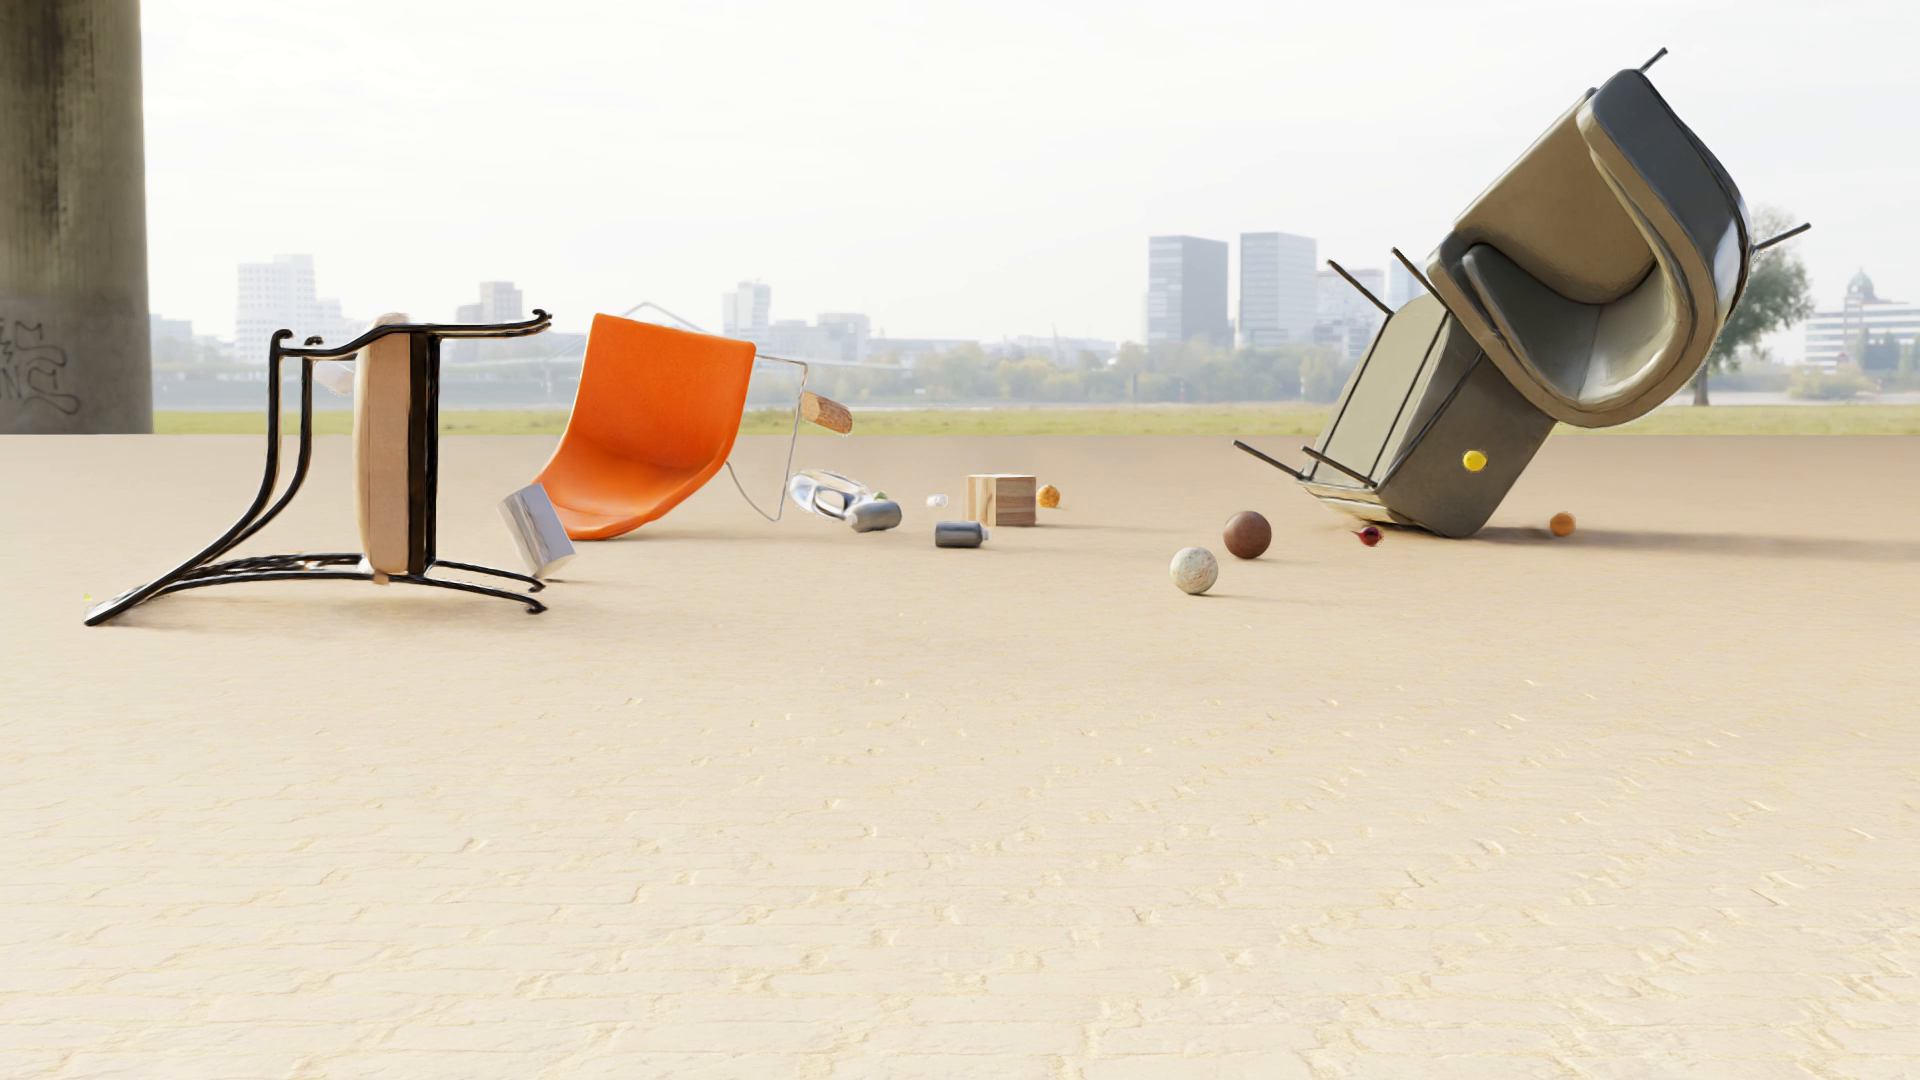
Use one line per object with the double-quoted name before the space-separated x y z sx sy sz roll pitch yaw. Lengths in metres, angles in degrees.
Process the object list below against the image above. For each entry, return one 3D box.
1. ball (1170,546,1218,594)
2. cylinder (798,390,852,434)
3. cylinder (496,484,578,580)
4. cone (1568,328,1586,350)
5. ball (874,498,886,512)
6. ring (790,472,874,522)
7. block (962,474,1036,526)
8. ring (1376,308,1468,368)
"ball" 0.512 0.066 4.810 0.106 0.106 0.106 0 4 0
"cylinder" -0.466 -0.442 7.633 0.163 0.081 0.142 27 16 -46
"cylinder" -0.999 -0.020 5.188 0.123 0.192 0.091 -29 -11 5
"cone" 1.999 -0.658 7.084 0.053 0.054 0.085 13 48 41
"ball" -0.293 -0.128 8.038 0.050 0.050 0.050 0 4 0
"ring" -0.420 -0.143 7.195 0.297 0.096 0.253 22 17 14
"block" 0.131 -0.132 7.293 0.165 0.161 0.190 -3 5 -34
"ring" 1.582 -0.691 7.529 0.322 0.234 0.072 8 -19 30
